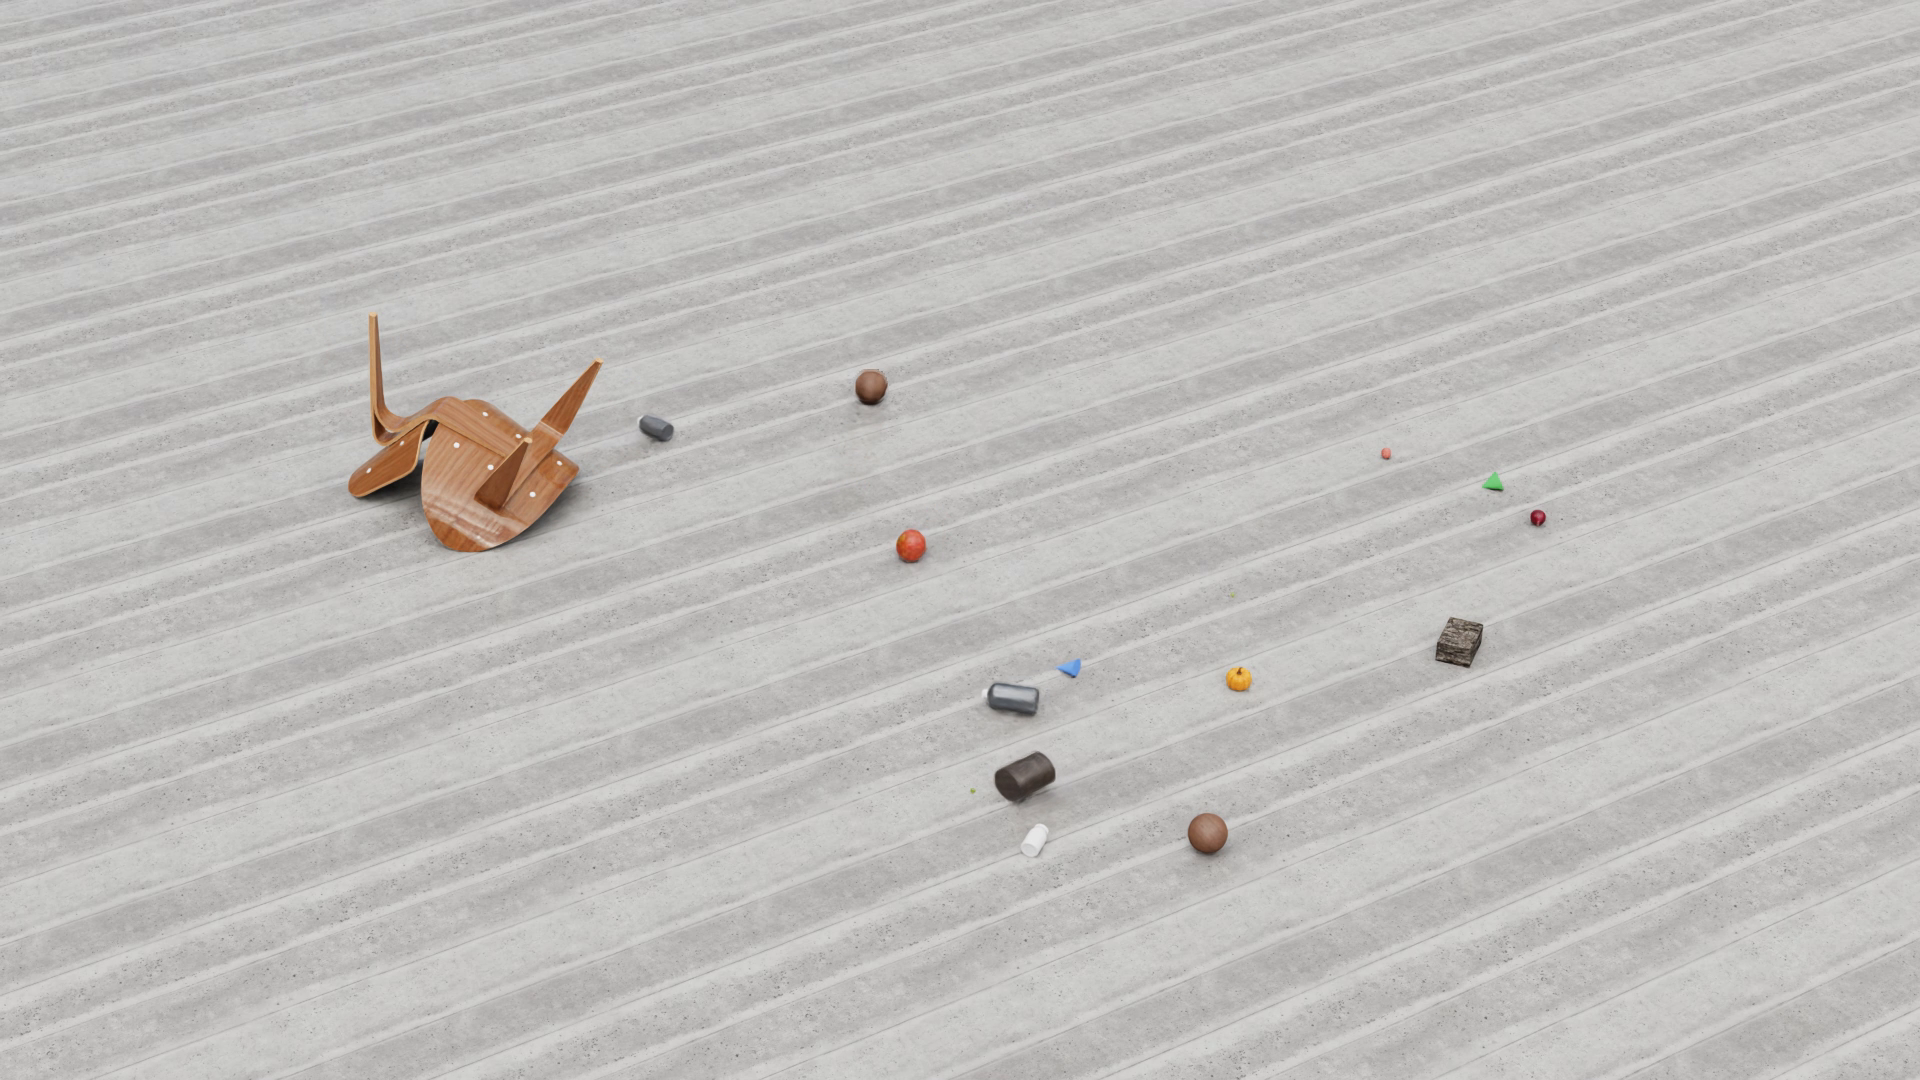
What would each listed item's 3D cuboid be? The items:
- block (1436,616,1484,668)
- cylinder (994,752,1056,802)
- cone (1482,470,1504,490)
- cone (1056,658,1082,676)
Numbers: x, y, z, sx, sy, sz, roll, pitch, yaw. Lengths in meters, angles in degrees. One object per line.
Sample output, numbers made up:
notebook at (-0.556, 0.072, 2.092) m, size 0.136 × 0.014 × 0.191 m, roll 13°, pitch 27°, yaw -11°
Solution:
block at (1.759, 0.360, 10.325) m, size 0.122 × 0.081 × 0.168 m, roll 13°, pitch 36°, yaw 19°
cylinder at (0.214, 0.779, 9.653) m, size 0.152 × 0.114 × 0.137 m, roll -23°, pitch 12°, yaw -31°
cone at (2.034, -0.215, 11.245) m, size 0.076 × 0.062 × 0.100 m, roll -22°, pitch 39°, yaw 7°
cone at (0.369, 0.446, 10.247) m, size 0.086 × 0.049 × 0.085 m, roll -2°, pitch 30°, yaw 27°
